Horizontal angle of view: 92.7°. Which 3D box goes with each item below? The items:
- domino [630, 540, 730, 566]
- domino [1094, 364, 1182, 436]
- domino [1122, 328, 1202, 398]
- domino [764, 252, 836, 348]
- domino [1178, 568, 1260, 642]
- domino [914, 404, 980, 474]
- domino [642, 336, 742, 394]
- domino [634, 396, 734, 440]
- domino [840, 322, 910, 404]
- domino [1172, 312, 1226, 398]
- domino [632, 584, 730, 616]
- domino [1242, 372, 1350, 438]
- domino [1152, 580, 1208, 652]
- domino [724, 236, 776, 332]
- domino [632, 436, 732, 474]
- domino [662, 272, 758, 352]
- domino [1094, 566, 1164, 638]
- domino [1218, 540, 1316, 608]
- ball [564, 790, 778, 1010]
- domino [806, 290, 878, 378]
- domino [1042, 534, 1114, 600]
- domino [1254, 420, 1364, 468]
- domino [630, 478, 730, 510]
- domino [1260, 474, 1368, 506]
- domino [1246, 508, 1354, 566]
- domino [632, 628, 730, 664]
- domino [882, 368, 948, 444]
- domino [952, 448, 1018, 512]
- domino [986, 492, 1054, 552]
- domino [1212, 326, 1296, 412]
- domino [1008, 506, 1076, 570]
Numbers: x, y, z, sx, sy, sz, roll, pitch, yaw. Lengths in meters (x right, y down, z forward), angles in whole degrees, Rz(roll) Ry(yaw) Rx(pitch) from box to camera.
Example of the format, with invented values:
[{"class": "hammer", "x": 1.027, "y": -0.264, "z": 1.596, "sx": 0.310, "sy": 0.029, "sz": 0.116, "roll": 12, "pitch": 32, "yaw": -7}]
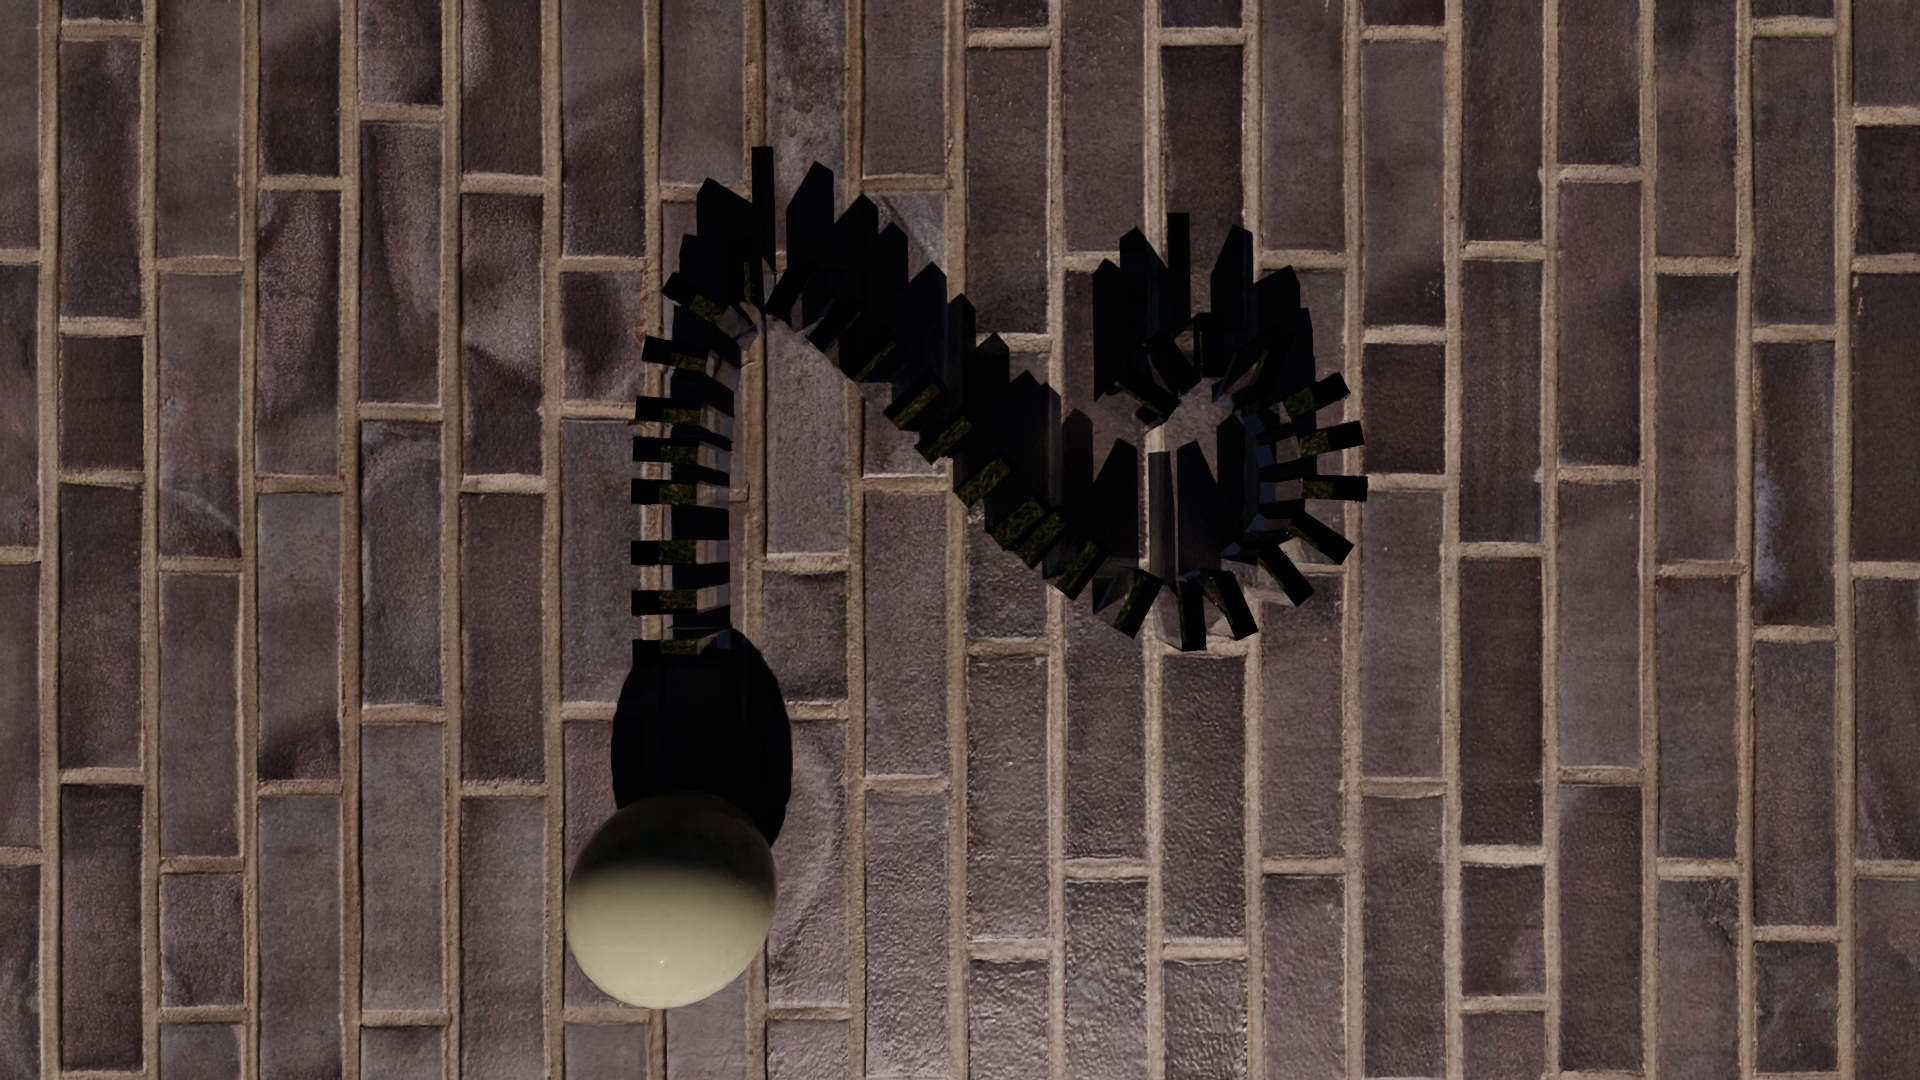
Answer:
[{"class": "domino", "x": -0.113, "y": 0.005, "z": 0.375, "sx": 0.025, "sy": 0.050, "sz": 0.010, "roll": 0, "pitch": 90, "yaw": 0}, {"class": "domino", "x": 0.072, "y": -0.056, "z": 0.375, "sx": 0.025, "sy": 0.050, "sz": 0.009, "roll": 35, "pitch": 90, "yaw": 0}, {"class": "domino", "x": 0.081, "y": -0.068, "z": 0.375, "sx": 0.009, "sy": 0.050, "sz": 0.025, "roll": -35, "pitch": 90, "yaw": 0}, {"class": "domino", "x": -0.065, "y": -0.097, "z": 0.375, "sx": 0.009, "sy": 0.050, "sz": 0.025, "roll": 30, "pitch": 90, "yaw": 0}, {"class": "domino", "x": 0.105, "y": 0.025, "z": 0.375, "sx": 0.010, "sy": 0.050, "sz": 0.025, "roll": -24, "pitch": 90, "yaw": 0}, {"class": "domino", "x": -0.005, "y": -0.040, "z": 0.375, "sx": 0.025, "sy": 0.050, "sz": 0.009, "roll": -41, "pitch": 90, "yaw": 0}, {"class": "domino", "x": -0.109, "y": -0.071, "z": 0.375, "sx": 0.025, "sy": 0.050, "sz": 0.009, "roll": 11, "pitch": 90, "yaw": 0}, {"class": "domino", "x": -0.111, "y": -0.049, "z": 0.375, "sx": 0.025, "sy": 0.050, "sz": 0.009, "roll": 5, "pitch": 90, "yaw": 0}, {"class": "domino", "x": -0.034, "y": -0.071, "z": 0.375, "sx": 0.009, "sy": 0.050, "sz": 0.025, "roll": 45, "pitch": 90, "yaw": 0}, {"class": "domino", "x": 0.096, "y": -0.075, "z": 0.375, "sx": 0.010, "sy": 0.050, "sz": 0.025, "roll": -1, "pitch": 90, "yaw": 0}, {"class": "domino", "x": -0.113, "y": 0.024, "z": 0.375, "sx": 0.025, "sy": 0.050, "sz": 0.009, "roll": -1, "pitch": 90, "yaw": 0}, {"class": "domino", "x": 0.136, "y": -0.055, "z": 0.375, "sx": 0.025, "sy": 0.050, "sz": 0.010, "roll": -27, "pitch": 90, "yaw": 0}, {"class": "domino", "x": 0.089, "y": 0.030, "z": 0.375, "sx": 0.010, "sy": 0.050, "sz": 0.025, "roll": -5, "pitch": 90, "yaw": 0}, {"class": "domino", "x": -0.085, "y": -0.104, "z": 0.375, "sx": 0.009, "sy": 0.050, "sz": 0.025, "roll": -2, "pitch": 90, "yaw": 0}, {"class": "domino", "x": -0.112, "y": -0.034, "z": 0.375, "sx": 0.025, "sy": 0.050, "sz": 0.010, "roll": 3, "pitch": 90, "yaw": 0}, {"class": "domino", "x": -0.101, "y": -0.092, "z": 0.375, "sx": 0.025, "sy": 0.050, "sz": 0.009, "roll": 31, "pitch": 90, "yaw": 0}, {"class": "domino", "x": 0.068, "y": 0.024, "z": 0.375, "sx": 0.010, "sy": 0.050, "sz": 0.025, "roll": 28, "pitch": 90, "yaw": 0}, {"class": "domino", "x": 0.124, "y": 0.013, "z": 0.375, "sx": 0.009, "sy": 0.050, "sz": 0.025, "roll": -40, "pitch": 90, "yaw": 0}, {"class": "ball", "x": -0.112, "y": 0.139, "z": 0.360, "sx": 0.080, "sy": 0.080, "sz": 0.080, "roll": 0, "pitch": 90, "yaw": 0}, {"class": "domino", "x": -0.047, "y": -0.083, "z": 0.375, "sx": 0.009, "sy": 0.050, "sz": 0.025, "roll": 42, "pitch": 90, "yaw": 0}, {"class": "domino", "x": 0.047, "y": 0.011, "z": 0.375, "sx": 0.009, "sy": 0.050, "sz": 0.025, "roll": 37, "pitch": 90, "yaw": 0}, {"class": "domino", "x": 0.142, "y": -0.039, "z": 0.375, "sx": 0.025, "sy": 0.050, "sz": 0.010, "roll": -12, "pitch": 90, "yaw": 0}, {"class": "domino", "x": -0.113, "y": -0.018, "z": 0.375, "sx": 0.025, "sy": 0.050, "sz": 0.010, "roll": 1, "pitch": 90, "yaw": 0}, {"class": "domino", "x": 0.143, "y": -0.020, "z": 0.375, "sx": 0.025, "sy": 0.050, "sz": 0.009, "roll": 2, "pitch": 90, "yaw": 0}, {"class": "domino", "x": 0.138, "y": -0.001, "z": 0.375, "sx": 0.025, "sy": 0.050, "sz": 0.009, "roll": 34, "pitch": 90, "yaw": 0}, {"class": "domino", "x": -0.113, "y": 0.043, "z": 0.375, "sx": 0.025, "sy": 0.050, "sz": 0.009, "roll": 0, "pitch": 90, "yaw": 0}, {"class": "domino", "x": -0.017, "y": -0.054, "z": 0.375, "sx": 0.025, "sy": 0.050, "sz": 0.010, "roll": -43, "pitch": 90, "yaw": 0}, {"class": "domino", "x": 0.010, "y": -0.023, "z": 0.375, "sx": 0.025, "sy": 0.050, "sz": 0.010, "roll": -41, "pitch": 90, "yaw": 0}, {"class": "domino", "x": 0.023, "y": -0.007, "z": 0.375, "sx": 0.025, "sy": 0.050, "sz": 0.010, "roll": -39, "pitch": 90, "yaw": 0}, {"class": "domino", "x": 0.119, "y": -0.069, "z": 0.375, "sx": 0.010, "sy": 0.050, "sz": 0.025, "roll": 23, "pitch": 90, "yaw": 0}, {"class": "domino", "x": 0.033, "y": -0.001, "z": 0.375, "sx": 0.009, "sy": 0.050, "sz": 0.025, "roll": 43, "pitch": 90, "yaw": 0}]
